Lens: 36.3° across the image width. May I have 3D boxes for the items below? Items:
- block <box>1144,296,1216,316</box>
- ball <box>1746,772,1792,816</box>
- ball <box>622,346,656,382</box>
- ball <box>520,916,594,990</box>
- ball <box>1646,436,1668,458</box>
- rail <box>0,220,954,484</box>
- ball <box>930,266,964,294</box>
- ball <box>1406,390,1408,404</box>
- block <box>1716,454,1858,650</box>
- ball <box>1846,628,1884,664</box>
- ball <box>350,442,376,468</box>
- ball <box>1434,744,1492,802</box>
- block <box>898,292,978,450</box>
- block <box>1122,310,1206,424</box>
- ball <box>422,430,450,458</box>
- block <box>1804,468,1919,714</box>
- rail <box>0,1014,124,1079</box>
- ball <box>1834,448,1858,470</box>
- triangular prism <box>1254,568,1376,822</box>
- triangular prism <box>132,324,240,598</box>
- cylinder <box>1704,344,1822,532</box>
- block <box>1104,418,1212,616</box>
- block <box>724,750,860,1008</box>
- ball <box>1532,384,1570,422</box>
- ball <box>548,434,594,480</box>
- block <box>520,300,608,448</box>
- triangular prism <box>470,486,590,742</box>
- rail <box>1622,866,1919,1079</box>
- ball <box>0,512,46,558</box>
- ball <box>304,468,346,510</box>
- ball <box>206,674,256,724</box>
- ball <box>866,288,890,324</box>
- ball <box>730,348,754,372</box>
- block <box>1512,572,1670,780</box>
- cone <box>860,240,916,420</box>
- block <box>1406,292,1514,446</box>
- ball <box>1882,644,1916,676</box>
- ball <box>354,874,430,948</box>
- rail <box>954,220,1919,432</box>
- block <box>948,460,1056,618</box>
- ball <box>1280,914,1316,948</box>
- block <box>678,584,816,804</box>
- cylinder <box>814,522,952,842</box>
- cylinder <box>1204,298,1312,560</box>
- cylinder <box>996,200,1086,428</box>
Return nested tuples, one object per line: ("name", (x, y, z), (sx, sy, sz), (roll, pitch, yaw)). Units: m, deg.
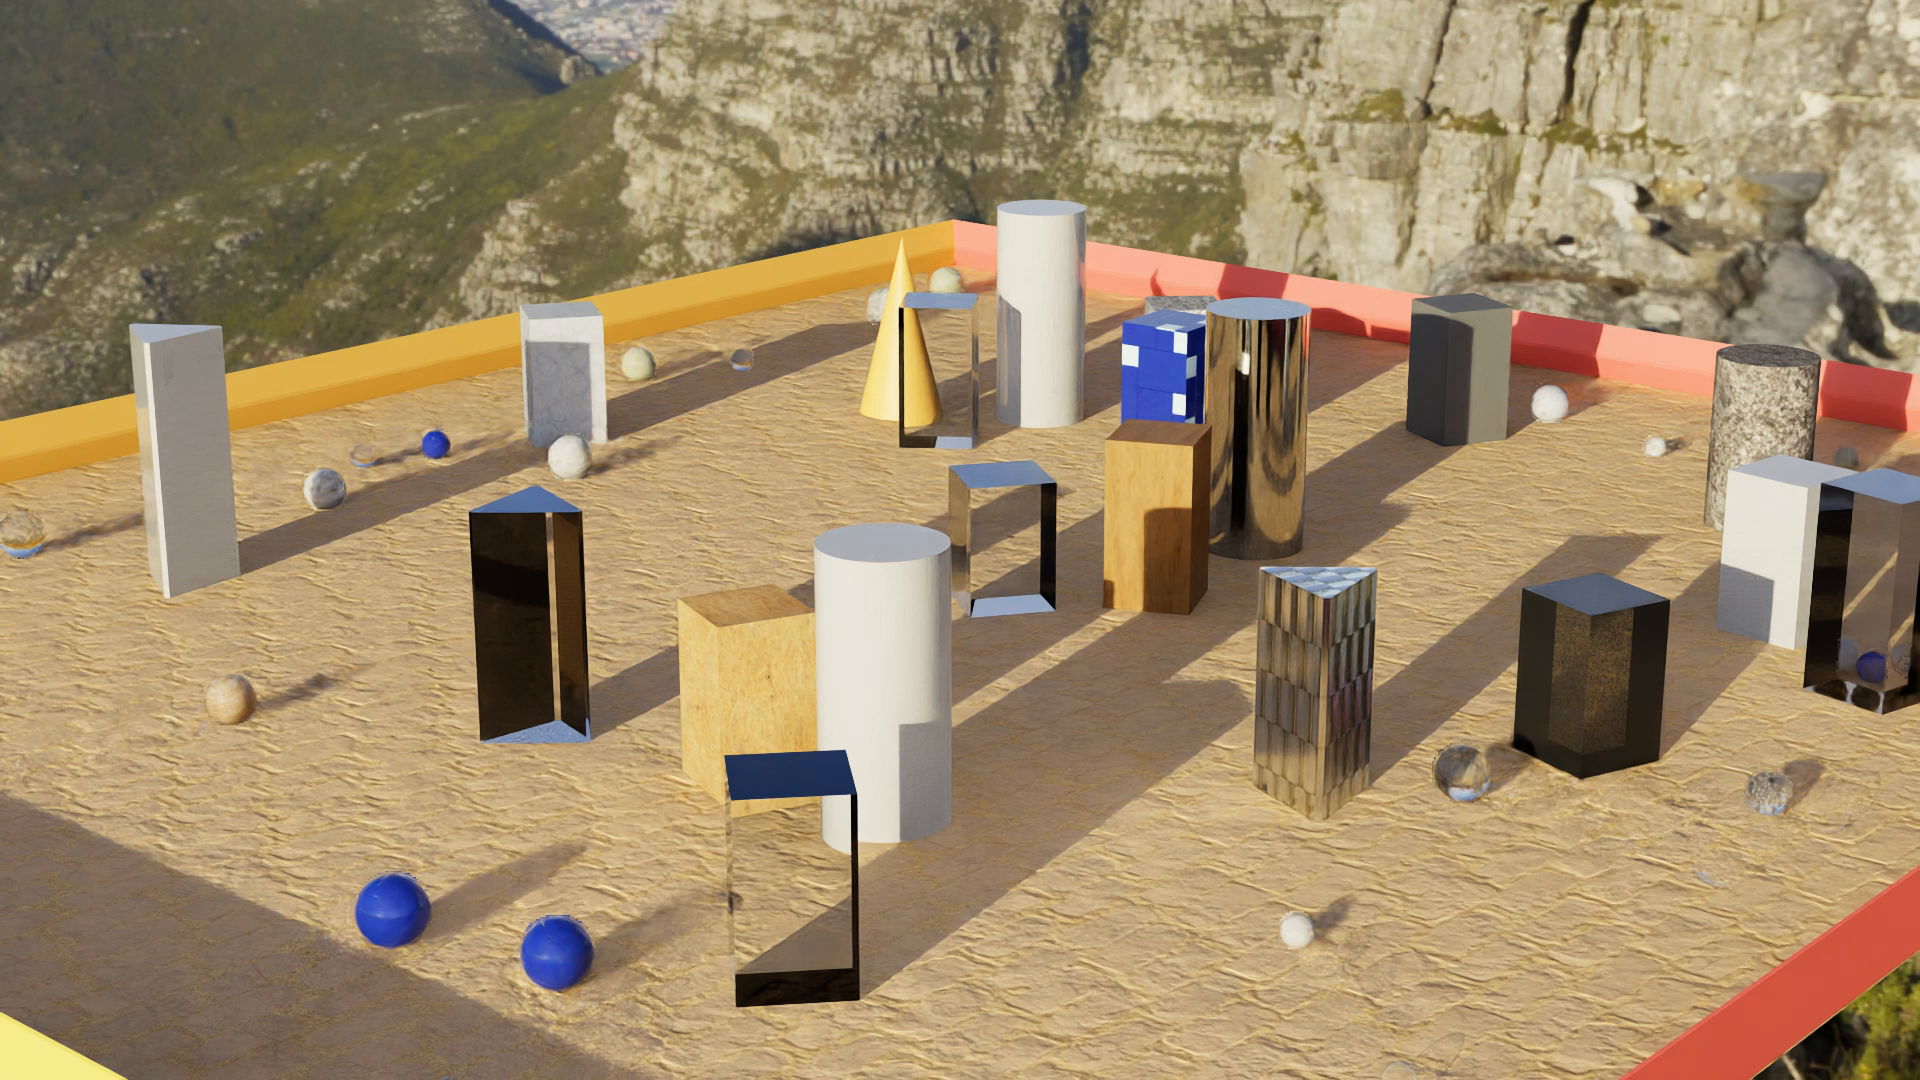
("block", (0.486, -0.404, 6.382), (0.151, 0.228, 0.151), (-1, 17, -4))
("ball", (1.143, 0.358, 4.143), (0.063, 0.063, 0.063), (0, 17, 0))
("ball", (-0.726, -0.397, 6.618), (0.077, 0.077, 0.077), (0, 17, 0))
("ball", (-0.495, 0.508, 3.601), (0.090, 0.090, 0.090), (0, 17, 0))
("ball", (1.422, -0.189, 5.989), (0.044, 0.044, 0.044), (0, 17, 0))
("rail", (-1.412, -0.324, 6.294), (0.045, 0.123, 4.304), (14, 22, 39))
("ball", (-0.034, -0.648, 7.431), (0.088, 0.088, 0.088), (0, 17, 0))
("ball", (1.003, -0.307, 6.294), (0.091, 0.091, 0.091), (0, 17, 0))
("block", (1.381, 0.018, 4.899), (0.151, 0.277, 0.151), (-14, 22, -40))
("ball", (1.472, 0.172, 4.766), (0.060, 0.060, 0.060), (0, 17, 0))
("ball", (-1.203, -0.170, 5.909), (0.052, 0.052, 0.052), (0, 17, 0))
("ball", (0.719, 0.334, 4.194), (0.081, 0.081, 0.081), (0, 17, 0))
("block", (-0.043, -0.353, 6.094), (0.151, 0.296, 0.151), (2, 17, 5))
("block", (0.431, -0.299, 5.915), (0.151, 0.296, 0.151), (12, 21, 34))
("ball", (-1.070, -0.195, 5.984), (0.058, 0.058, 0.058), (0, 17, 0))
("block", (1.445, 0.078, 4.593), (0.151, 0.339, 0.151), (-12, 20, -34))
("rail", (-1.395, 0.496, 3.582), (3.787, 0.123, 0.045), (14, 22, 39))
("ball", (1.780, -0.162, 5.889), (0.049, 0.049, 0.049), (0, 17, 0))
("triangular prism", (0.487, 0.208, 4.177), (0.142, 0.331, 0.164), (10, 20, 30))
("triangular prism", (-1.389, -0.148, 5.142), (0.142, 0.454, 0.164), (12, 21, 35))
("cylinder", (1.501, -0.186, 5.489), (0.189, 0.327, 0.189), (0, 17, 0))
("block", (0.341, -0.041, 5.057), (0.151, 0.299, 0.151), (5, 18, 16))
("block", (-0.207, 0.414, 3.602), (0.151, 0.270, 0.151), (-2, 17, -7))
("ball", (1.261, -0.291, 6.263), (0.080, 0.080, 0.080), (0, 17, 0))
("ball", (-0.774, -0.165, 5.827), (0.090, 0.090, 0.090), (0, 17, 0))
("block", (-0.828, -0.348, 6.122), (0.151, 0.270, 0.151), (-5, 17, -15))
("triangular prism", (-0.643, 0.111, 4.443), (0.164, 0.362, 0.142), (0, 17, -1))
("rail", (1.412, 0.385, 3.947), (0.045, 0.123, 4.304), (14, 22, 39))
("ball", (-1.704, -0.009, 5.321), (0.085, 0.085, 0.085), (0, 17, 0))
("ball", (-1.218, -0.097, 5.620), (0.081, 0.081, 0.081), (0, 17, 0))
("ball", (-1.119, 0.244, 4.499), (0.076, 0.076, 0.076), (0, 17, 0))
("ball", (-0.182, -0.569, 7.159), (0.093, 0.093, 0.093), (0, 17, 0))
("ball", (-0.499, -0.412, 6.712), (0.052, 0.052, 0.052), (0, 17, 0))
("block", (0.934, 0.199, 4.343), (0.151, 0.252, 0.151), (-9, 19, -28))
("cone", (-0.124, -0.466, 6.319), (0.189, 0.383, 0.189), (0, 17, 0))
("block", (1.043, -0.357, 6.129), (0.151, 0.283, 0.151), (-7, 18, -21))
("ball", (1.510, 0.192, 4.714), (0.051, 0.051, 0.051), (0, 17, 0))
("ball", (-0.719, 0.471, 3.717), (0.094, 0.094, 0.094), (0, 17, 0))
("rail", (1.395, -0.434, 6.659), (3.787, 0.123, 0.045), (14, 22, 39))
("block", (0.072, -0.004, 5.054), (0.151, 0.229, 0.151), (-4, 17, -14))
("ball", (0.428, 0.496, 3.720), (0.044, 0.044, 0.044), (0, 17, 0))
("block", (-0.307, 0.221, 4.246), (0.151, 0.266, 0.151), (-8, 19, -26))
("cylinder", (-0.106, 0.197, 4.084), (0.189, 0.405, 0.189), (0, 17, 0))
("cylinder", (0.537, -0.204, 5.341), (0.189, 0.446, 0.189), (0, 17, 0))
("cylinder", (0.173, -0.483, 6.249), (0.189, 0.455, 0.189), (0, 17, 0))
